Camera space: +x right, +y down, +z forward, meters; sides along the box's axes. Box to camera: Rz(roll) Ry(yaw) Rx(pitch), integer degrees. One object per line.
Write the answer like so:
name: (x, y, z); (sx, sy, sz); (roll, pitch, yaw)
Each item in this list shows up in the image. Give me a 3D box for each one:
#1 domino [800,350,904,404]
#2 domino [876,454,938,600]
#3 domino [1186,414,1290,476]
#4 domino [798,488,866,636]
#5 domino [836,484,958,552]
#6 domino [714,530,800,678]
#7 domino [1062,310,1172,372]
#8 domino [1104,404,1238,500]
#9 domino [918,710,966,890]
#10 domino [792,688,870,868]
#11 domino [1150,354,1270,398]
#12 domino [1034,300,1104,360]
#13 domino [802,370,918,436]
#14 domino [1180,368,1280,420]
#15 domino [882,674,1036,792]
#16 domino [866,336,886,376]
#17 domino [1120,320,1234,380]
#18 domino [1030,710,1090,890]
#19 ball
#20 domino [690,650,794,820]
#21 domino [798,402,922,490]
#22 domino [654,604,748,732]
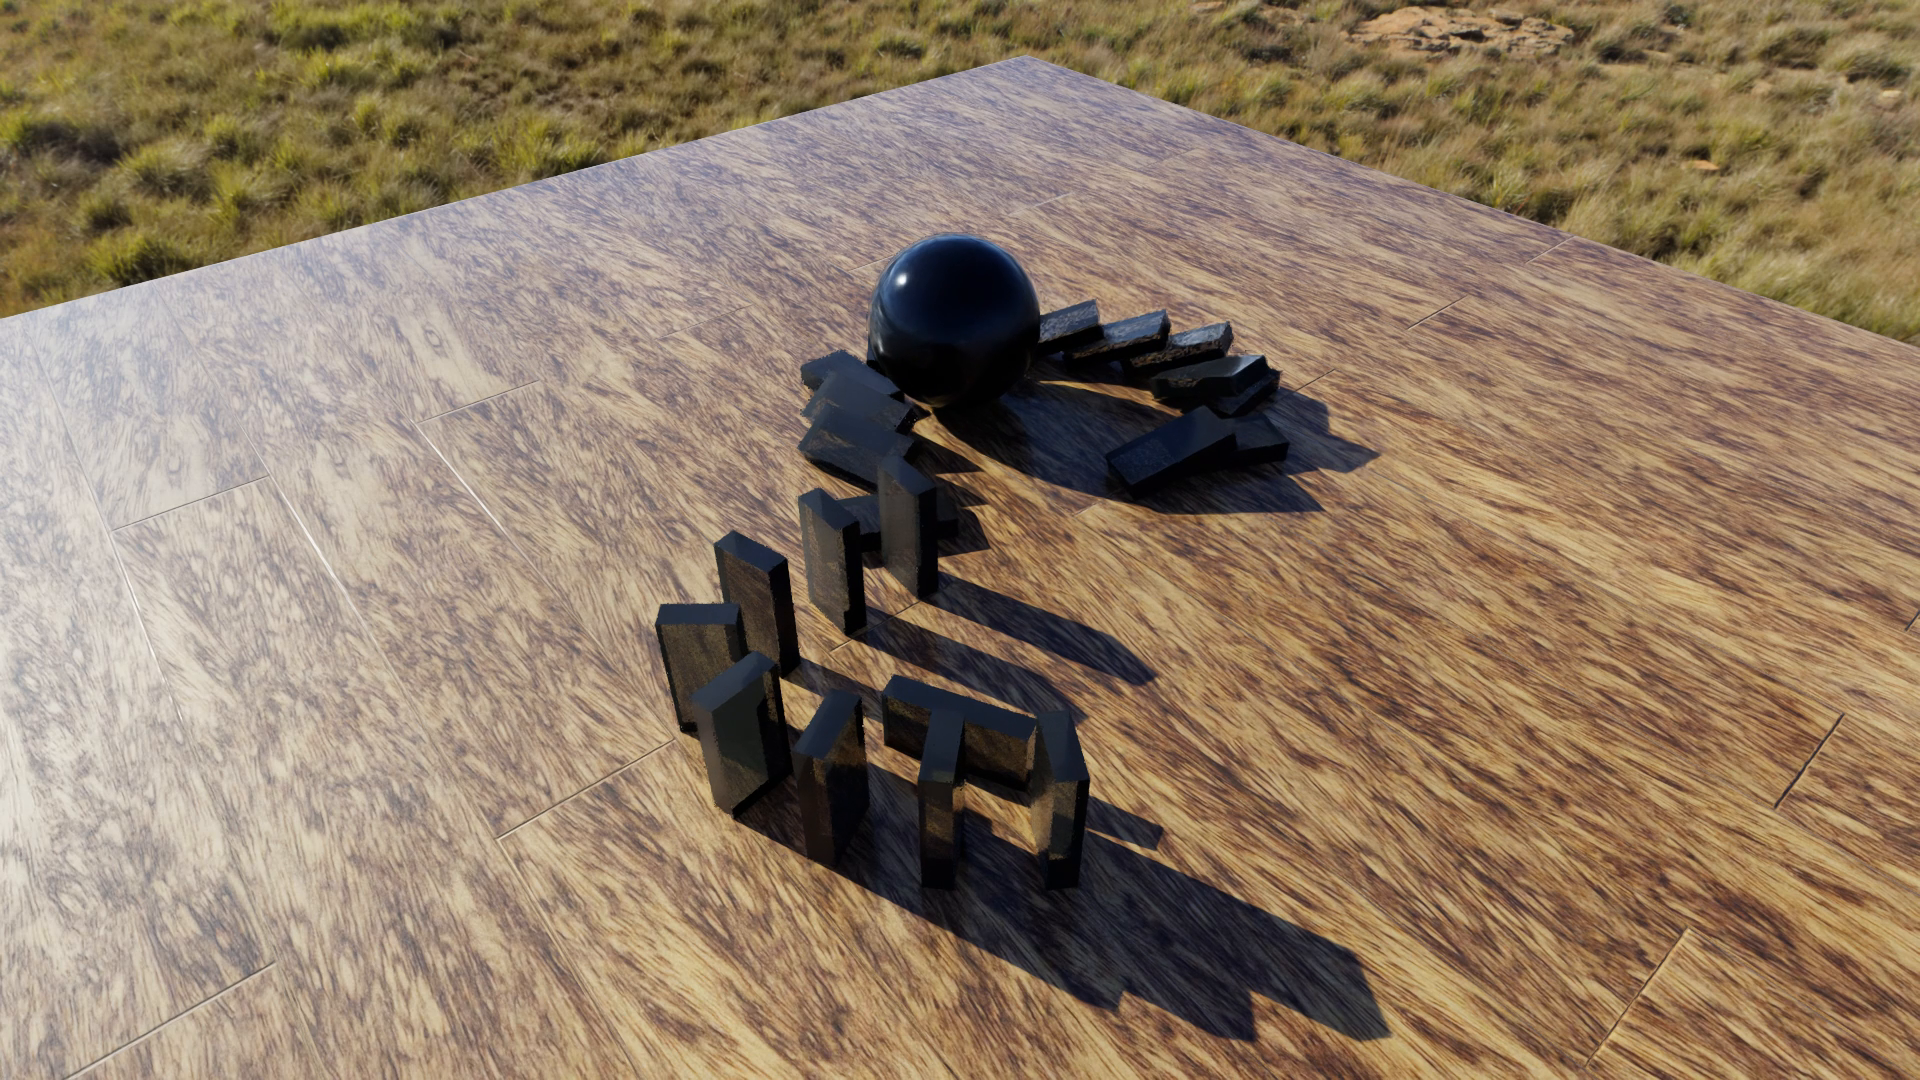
domino: (-0.053, -0.075, 0.535); (0.025, 0.010, 0.050); (-29, 47, -31)
domino: (-0.020, -0.004, 0.417); (0.009, 0.050, 0.025); (-25, 45, -27)
domino: (0.119, -0.043, 0.496); (0.050, 0.010, 0.025); (-10, 40, -12)
domino: (-0.046, 0.008, 0.401); (0.009, 0.050, 0.025); (-27, 46, -29)
domino: (-0.028, -0.009, 0.454); (0.050, 0.010, 0.025); (-10, 40, -11)
domino: (-0.070, 0.023, 0.383); (0.025, 0.050, 0.009); (25, 45, 27)
domino: (0.078, -0.099, 0.549); (0.050, 0.010, 0.025); (-10, 33, 27)
domino: (0.092, -0.038, 0.478); (0.050, 0.010, 0.025); (-27, 42, -4)
domino: (-0.005, 0.076, 0.319); (0.009, 0.050, 0.025); (5, 40, 6)
domino: (-0.037, 0.071, 0.325); (0.009, 0.050, 0.025); (13, 41, 16)
domino: (0.116, -0.077, 0.516); (0.025, 0.010, 0.050); (-33, 24, -29)
domino: (0.047, -0.105, 0.559); (0.050, 0.009, 0.025); (-15, 37, 13)
domino: (-0.046, -0.057, 0.504); (0.050, 0.009, 0.025); (28, 80, 30)
domino: (0.131, -0.071, 0.531); (0.025, 0.010, 0.050); (28, 47, 30)
domino: (0.000, 0.062, 0.355); (0.050, 0.025, 0.009); (15, 42, 18)
domino: (-0.034, -0.101, 0.567); (0.025, 0.009, 0.050); (-1, 39, -1)
domino: (0.106, -0.093, 0.539); (0.050, 0.010, 0.025); (-9, 25, 30)
domino: (0.028, 0.076, 0.319); (0.010, 0.050, 0.025); (-5, 40, -6)
ball: (-0.002, -0.101, 0.510); (0.080, 0.080, 0.080); (0, 39, 0)
domino: (-0.066, 0.060, 0.338); (0.010, 0.050, 0.025); (28, 47, 30)
domino: (-0.044, -0.040, 0.483); (0.050, 0.009, 0.025); (25, 76, 27)
domino: (-0.082, 0.042, 0.360); (0.025, 0.050, 0.010); (0, 39, 0)
